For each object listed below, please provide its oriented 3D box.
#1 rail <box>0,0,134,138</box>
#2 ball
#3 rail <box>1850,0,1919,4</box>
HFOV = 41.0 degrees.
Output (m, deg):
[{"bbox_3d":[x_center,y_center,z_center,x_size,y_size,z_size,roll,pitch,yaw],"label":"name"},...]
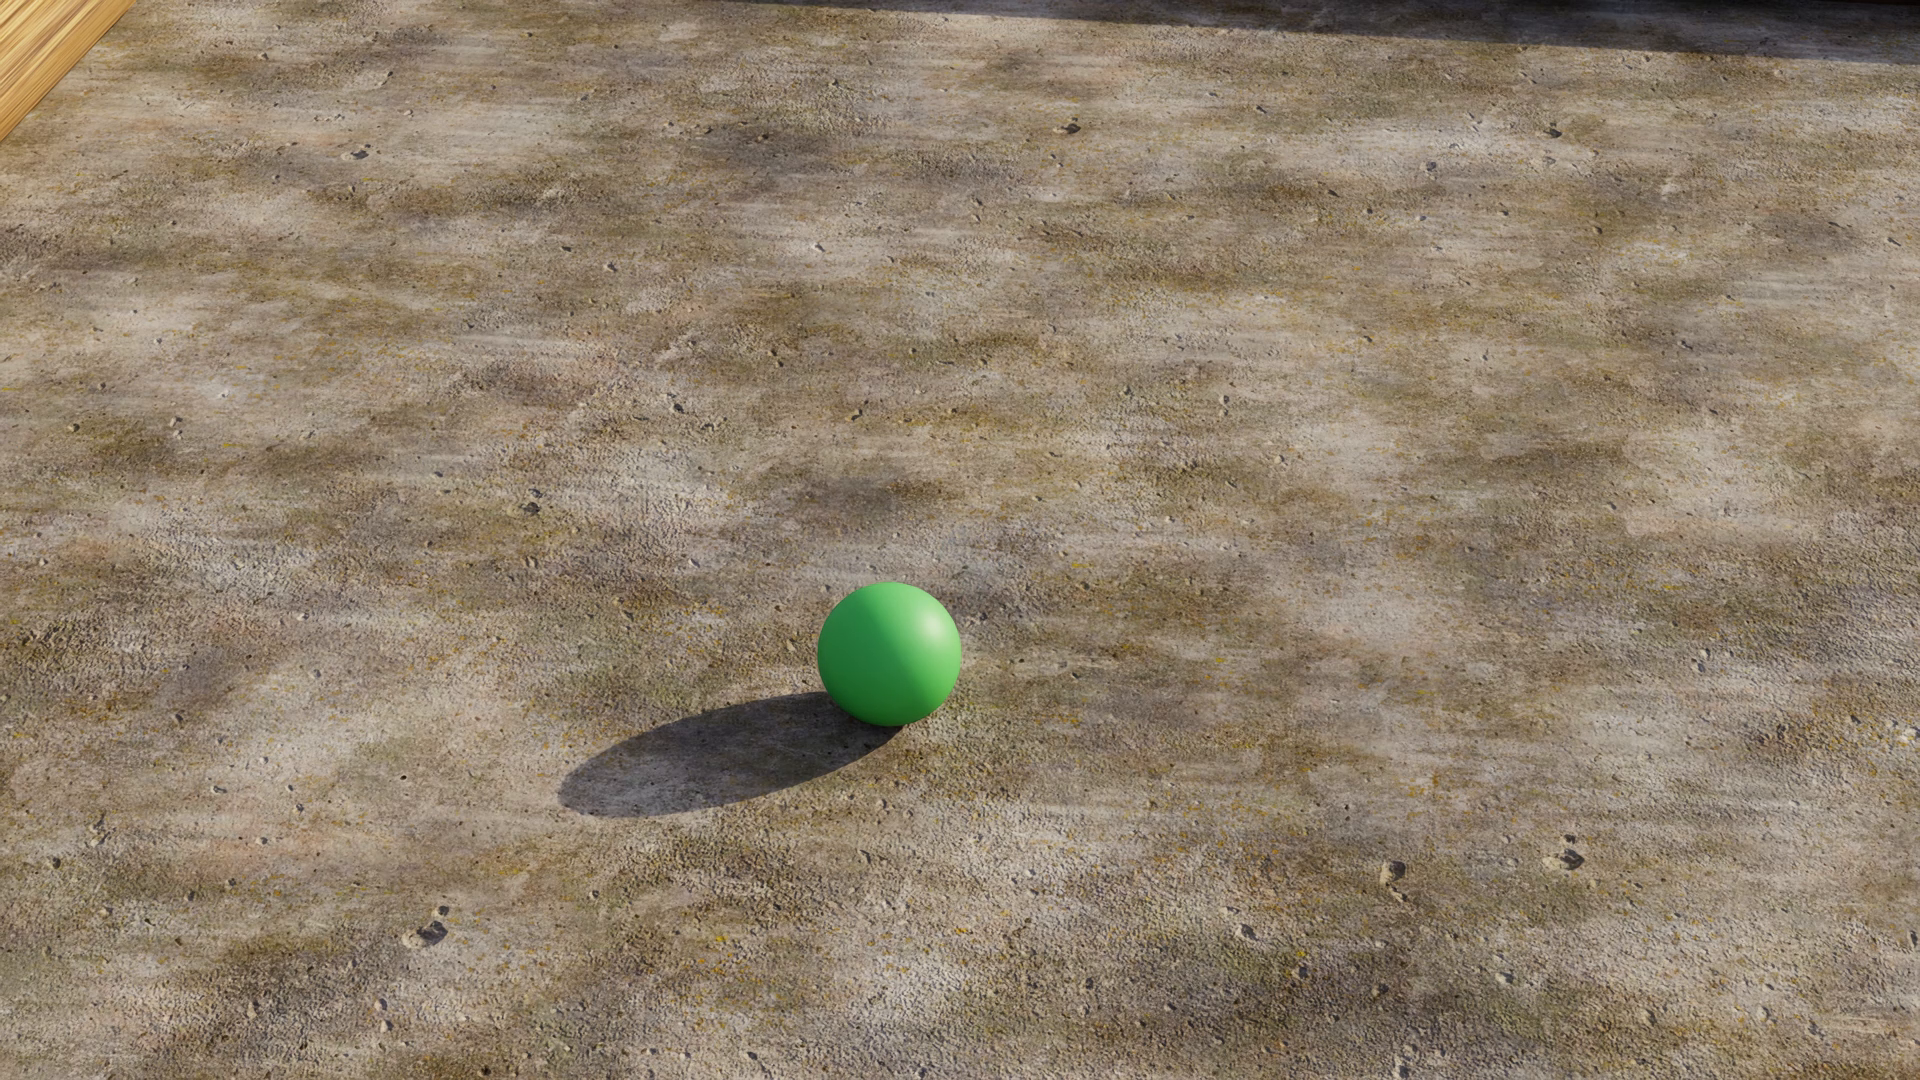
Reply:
[{"bbox_3d":[-0.926,-0.090,1.848,0.045,0.120,2.204,4,36,6],"label":"rail"},{"bbox_3d":[-0.045,0.073,1.643,0.093,0.093,0.093,0,35,0],"label":"ball"},{"bbox_3d":[1.089,-0.567,2.522,3.832,0.120,0.045,4,36,6],"label":"rail"}]
